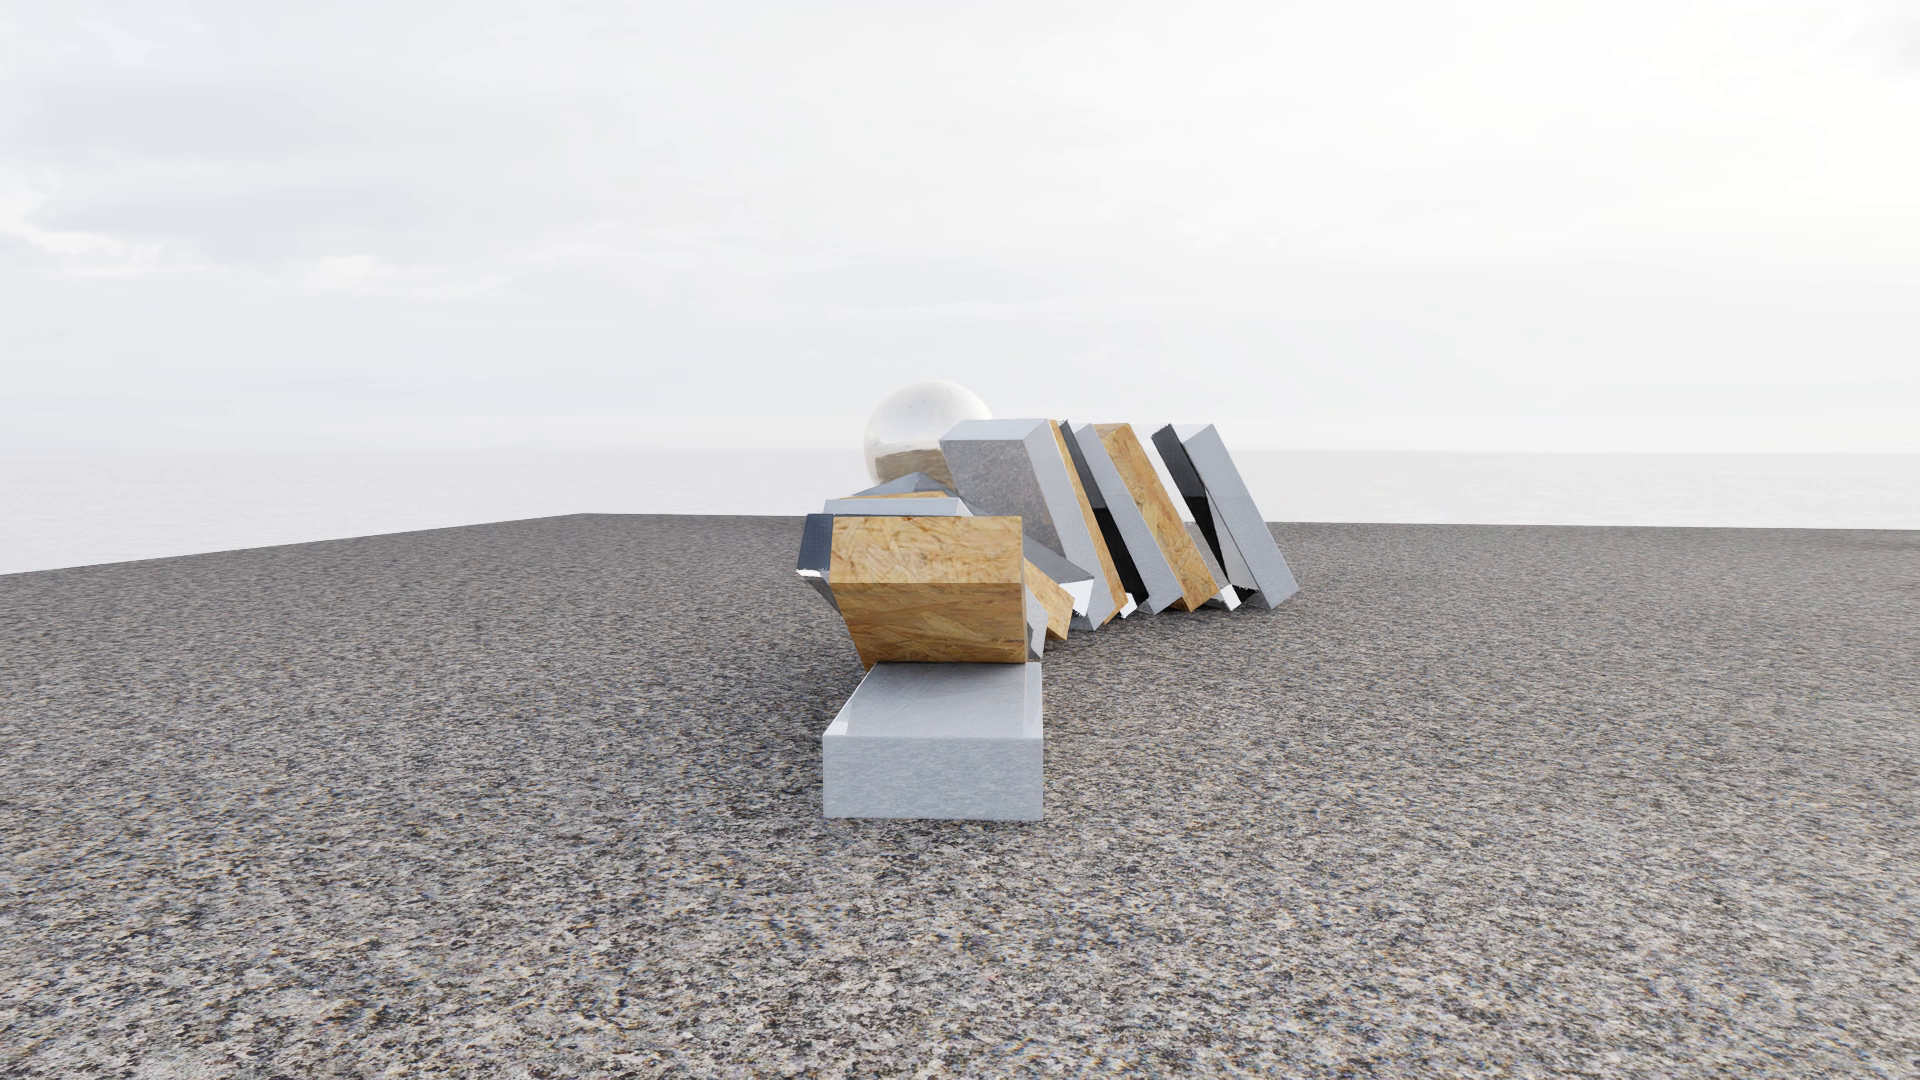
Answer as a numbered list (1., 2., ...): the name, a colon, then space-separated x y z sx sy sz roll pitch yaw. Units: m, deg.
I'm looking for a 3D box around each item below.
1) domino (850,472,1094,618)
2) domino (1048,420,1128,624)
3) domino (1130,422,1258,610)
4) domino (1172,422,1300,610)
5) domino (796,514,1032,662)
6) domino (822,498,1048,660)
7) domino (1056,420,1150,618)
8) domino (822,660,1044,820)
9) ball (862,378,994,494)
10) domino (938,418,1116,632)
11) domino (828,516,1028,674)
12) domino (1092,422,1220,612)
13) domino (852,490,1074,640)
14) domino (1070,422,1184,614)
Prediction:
1. domino: 0.002 0.003 0.275 0.050 0.010 0.025 30 -27 -30
2. domino: 0.020 -0.004 0.304 0.009 0.050 0.025 -39 27 -31
3. domino: 0.057 -0.006 0.335 0.009 0.050 0.025 -33 13 -13
4. domino: 0.068 -0.007 0.337 0.009 0.050 0.025 -33 13 -13
5. domino: -0.006 0.011 0.216 0.025 0.010 0.050 1 -23 17
6. domino: -0.004 0.008 0.236 0.025 0.009 0.050 0 -26 23
7. domino: 0.026 -0.005 0.317 0.009 0.050 0.025 -36 21 -24
8. domino: -0.002 0.025 0.170 0.025 0.009 0.050 0 4 3
9. ball: -0.016 -0.053 0.743 0.080 0.080 0.080 0 4 0
10. domino: 0.016 -0.003 0.291 0.025 0.050 0.009 4 36 43
11. domino: -0.003 0.012 0.191 0.025 0.009 0.050 0 -24 4
12. domino: 0.046 -0.006 0.332 0.009 0.050 0.025 -33 13 -13
13. domino: -0.001 0.006 0.256 0.025 0.010 0.050 -2 -26 36
14. domino: 0.036 -0.006 0.327 0.009 0.050 0.025 -33 13 -13
